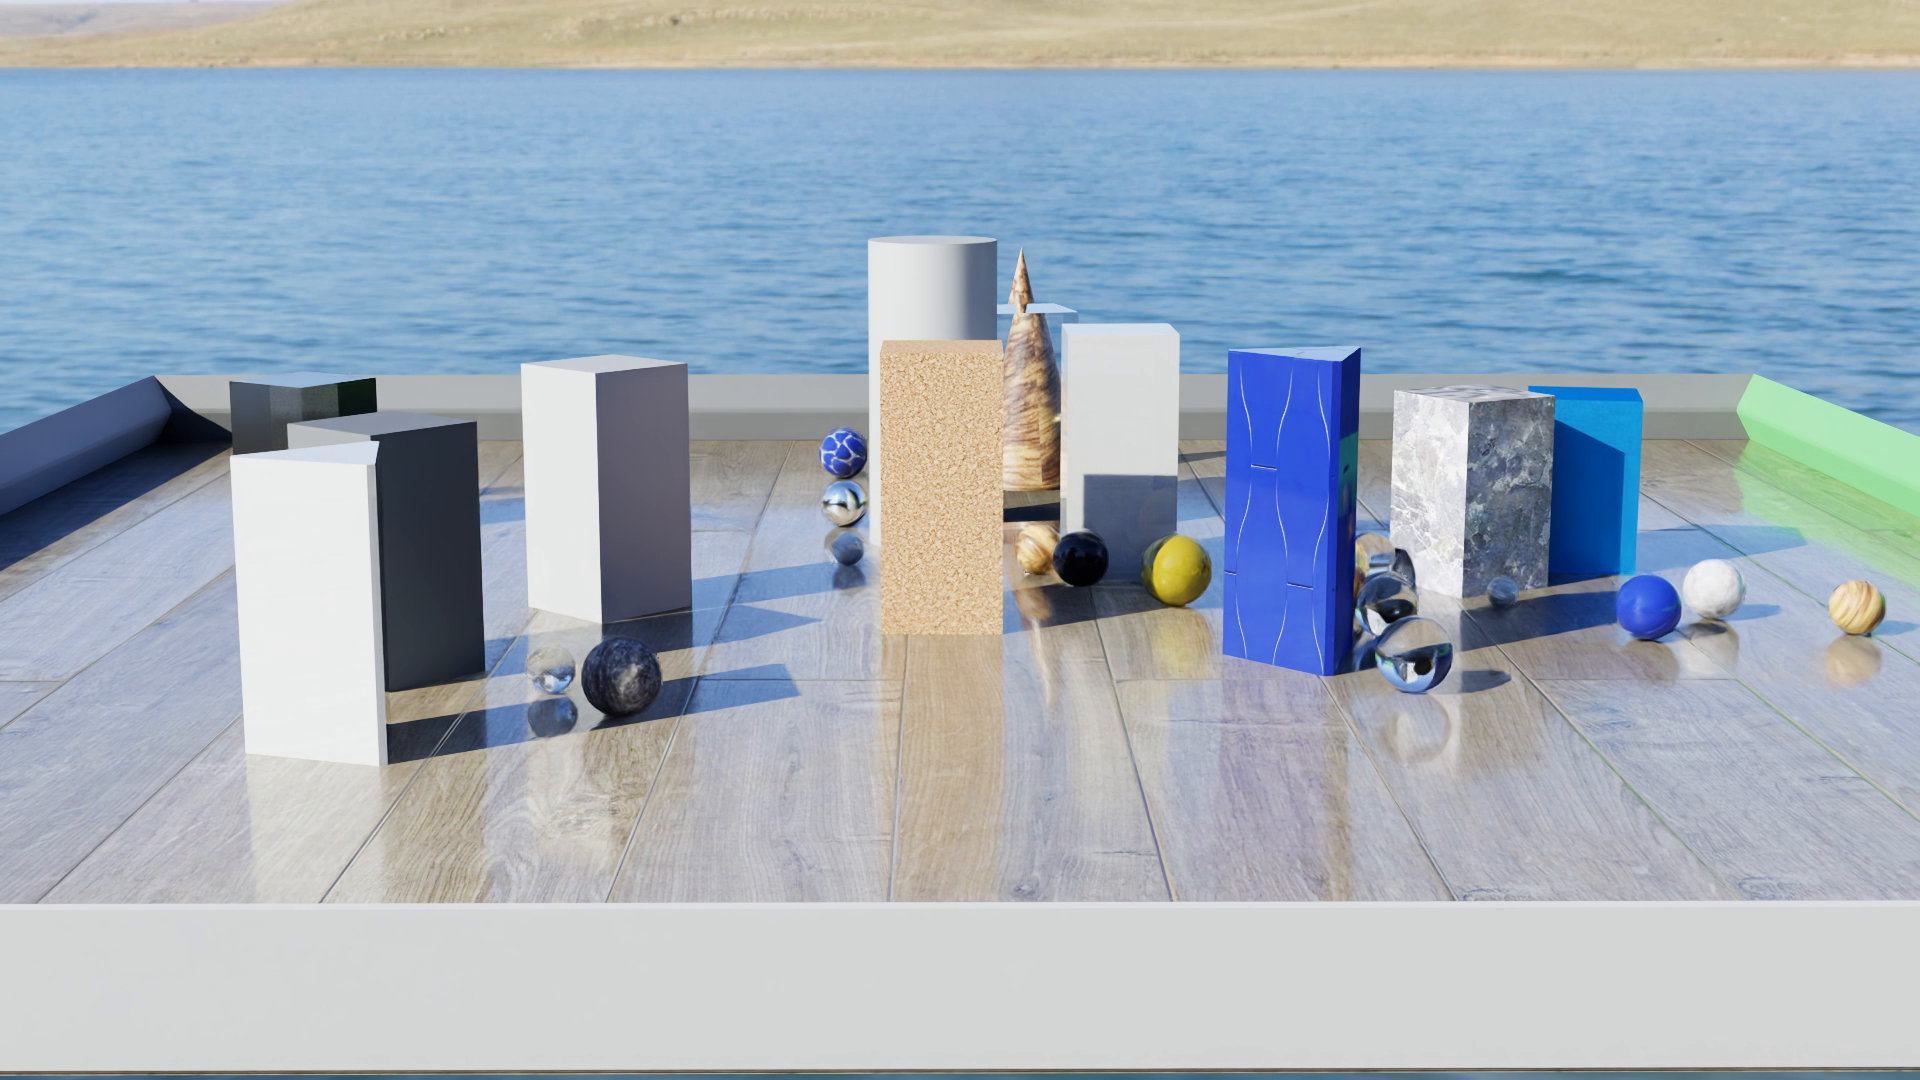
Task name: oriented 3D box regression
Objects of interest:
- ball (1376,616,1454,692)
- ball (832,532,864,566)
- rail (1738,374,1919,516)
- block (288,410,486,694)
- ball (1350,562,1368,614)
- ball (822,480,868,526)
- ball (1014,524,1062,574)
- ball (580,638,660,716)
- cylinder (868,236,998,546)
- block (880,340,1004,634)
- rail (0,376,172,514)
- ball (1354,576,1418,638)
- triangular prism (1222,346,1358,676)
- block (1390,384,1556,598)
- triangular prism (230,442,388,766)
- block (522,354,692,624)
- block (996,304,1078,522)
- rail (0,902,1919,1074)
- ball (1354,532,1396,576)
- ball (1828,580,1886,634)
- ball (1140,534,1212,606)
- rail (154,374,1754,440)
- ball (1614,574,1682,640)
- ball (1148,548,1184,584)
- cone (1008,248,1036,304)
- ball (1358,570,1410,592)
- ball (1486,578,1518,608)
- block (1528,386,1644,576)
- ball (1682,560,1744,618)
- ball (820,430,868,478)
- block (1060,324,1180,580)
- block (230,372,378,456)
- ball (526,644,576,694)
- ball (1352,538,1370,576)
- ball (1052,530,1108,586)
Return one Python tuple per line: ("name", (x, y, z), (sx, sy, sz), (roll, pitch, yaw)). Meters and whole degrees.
("ball", (0.534, 0.134, 3.012), (0.091, 0.091, 0.091), (0, 10, 0))
("ball", (-0.165, 0.012, 3.781), (0.049, 0.049, 0.049), (0, 10, 0))
("rail", (1.544, 0.031, 3.458), (0.045, 0.128, 3.222), (0, 10, 0))
("block", (-0.689, 0.010, 3.087), (0.157, 0.306, 0.157), (9, 14, 39))
("ball", (0.512, 0.064, 3.433), (0.073, 0.073, 0.073), (0, 10, 0))
("ball", (-0.184, -0.059, 4.101), (0.073, 0.073, 0.073), (0, 10, 0))
("ball", (0.115, 0.012, 3.719), (0.072, 0.072, 0.072), (0, 10, 0))
("ball", (-0.383, 0.155, 2.899), (0.090, 0.090, 0.090), (0, 10, 0))
("cylinder", (-0.042, -0.228, 3.939), (0.197, 0.464, 0.197), (0, 10, 0))
("block", (-0.023, -0.072, 3.367), (0.157, 0.365, 0.157), (0, 10, 0))
("rail", (-1.544, 0.034, 3.440), (0.045, 0.128, 3.222), (0, 10, 0))
("ball", (0.548, 0.086, 3.296), (0.080, 0.080, 0.080), (0, 10, 0))
("triangular prism", (0.441, -0.044, 3.171), (0.147, 0.382, 0.170), (-10, 14, -42))
("block", (0.722, -0.072, 3.626), (0.157, 0.272, 0.157), (-6, 12, -29))
("triangular prism", (-0.663, 0.062, 2.767), (0.170, 0.321, 0.147), (4, 11, 19))
("block", (-0.476, -0.073, 3.467), (0.157, 0.332, 0.157), (10, 14, 43))
("block", (0.096, -0.209, 4.188), (0.157, 0.337, 0.157), (-2, 11, -12))
("rail", (0.009, 0.322, 1.888), (3.136, 0.128, 0.045), (0, 10, 0))
("ball", (0.577, 0.027, 3.621), (0.078, 0.078, 0.078), (0, 10, 0))
("ball", (1.161, 0.087, 3.320), (0.071, 0.071, 0.071), (0, 10, 0))
("ball", (0.294, 0.041, 3.493), (0.098, 0.098, 0.098), (0, 10, 0))
("rail", (-0.009, -0.256, 5.010), (3.136, 0.128, 0.045), (0, 10, 0))
("ball", (0.882, 0.086, 3.287), (0.084, 0.084, 0.084), (0, 10, 0))
("ball", (0.292, 0.036, 3.647), (0.051, 0.051, 0.051), (0, 10, 0))
("cone", (0.109, -0.316, 4.557), (0.197, 0.411, 0.197), (0, 10, 0))
("ball", (0.559, 0.076, 3.373), (0.072, 0.072, 0.072), (0, 10, 0))
("ball", (0.735, 0.072, 3.482), (0.041, 0.041, 0.041), (0, 10, 0))
("block", (0.913, -0.090, 3.775), (0.157, 0.253, 0.157), (2, 11, 11))
("ball", (1.003, 0.065, 3.414), (0.079, 0.079, 0.079), (0, 10, 0))
("ball", (-0.208, -0.154, 4.575), (0.086, 0.086, 0.086), (0, 10, 0))
("block", (0.229, -0.131, 3.722), (0.157, 0.352, 0.157), (0, 11, -1))
("block", (-1.027, -0.132, 4.032), (0.157, 0.242, 0.157), (7, 12, 32))
("ball", (-0.479, 0.151, 3.010), (0.058, 0.058, 0.058), (0, 10, 0))
("ball", (0.512, 0.036, 3.517), (0.098, 0.098, 0.098), (0, 10, 0))
("ball", (0.170, 0.026, 3.624), (0.079, 0.079, 0.079), (0, 10, 0))
